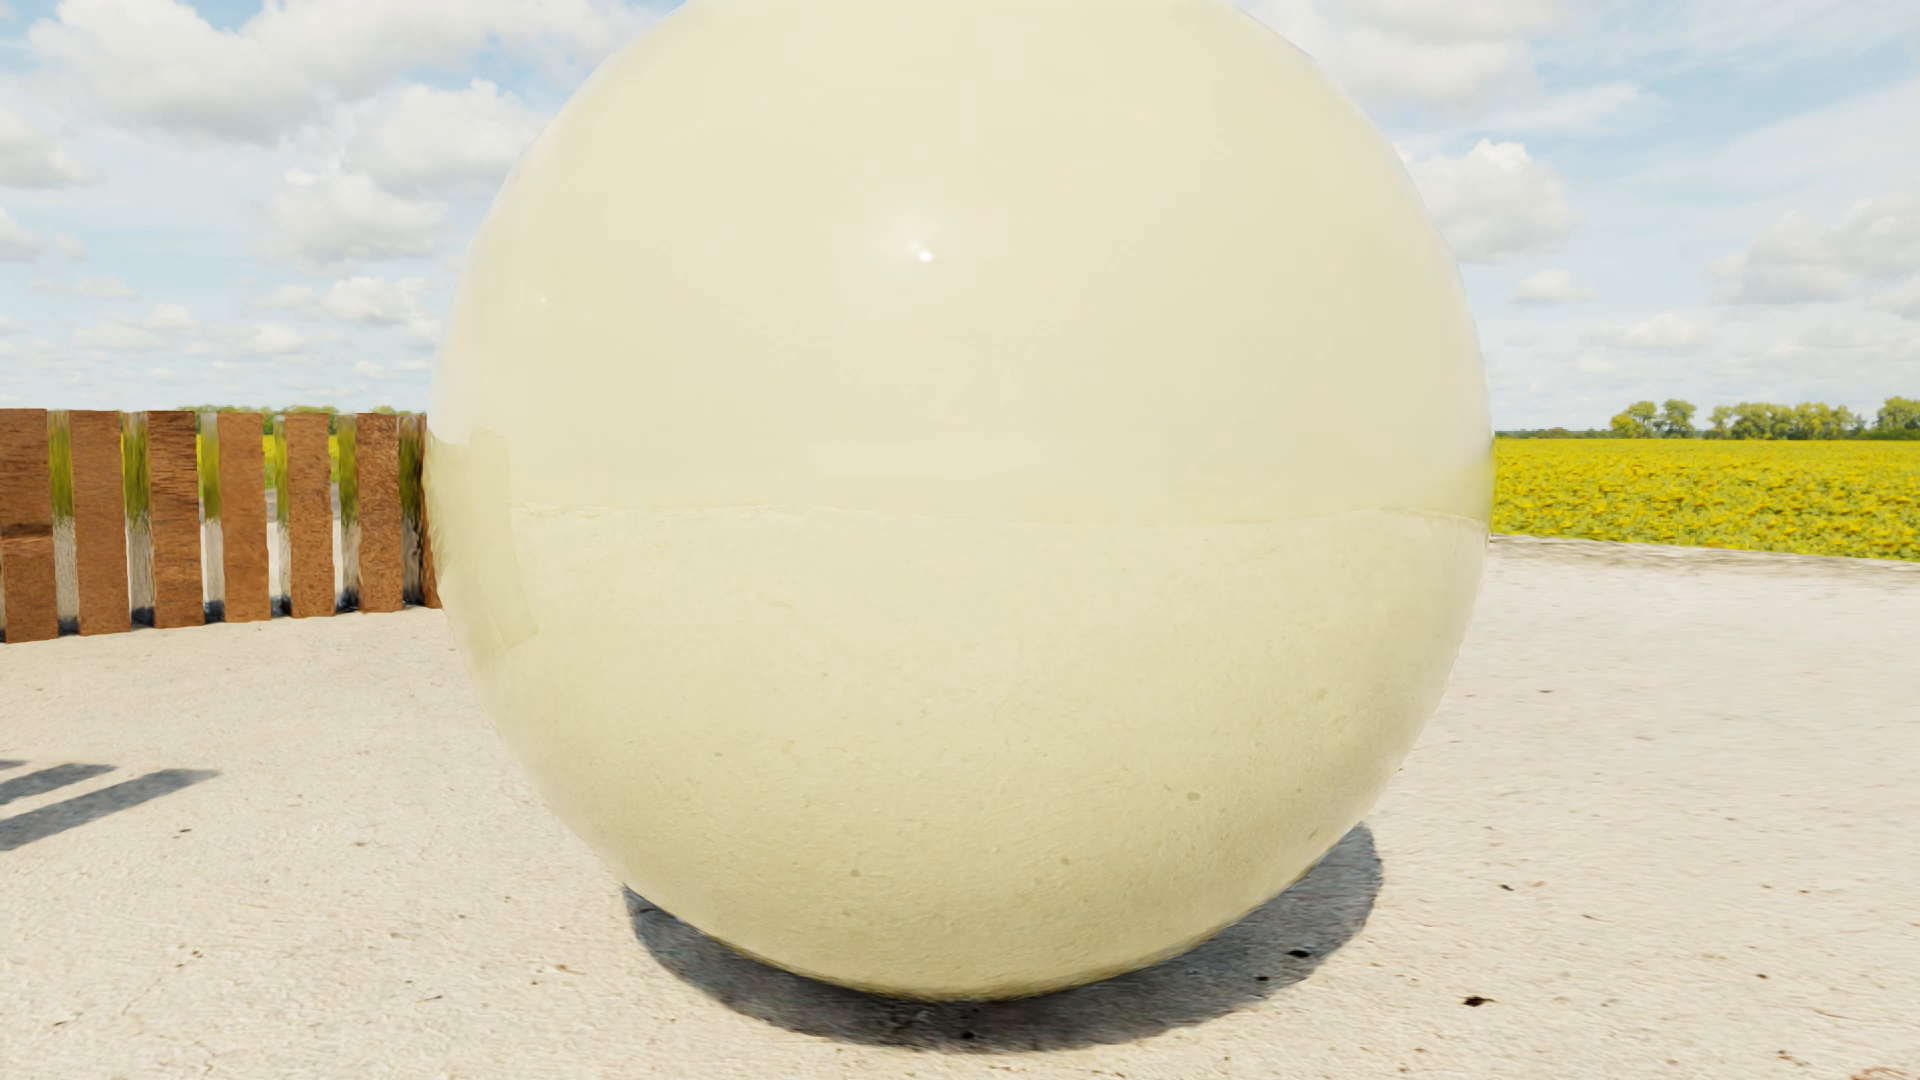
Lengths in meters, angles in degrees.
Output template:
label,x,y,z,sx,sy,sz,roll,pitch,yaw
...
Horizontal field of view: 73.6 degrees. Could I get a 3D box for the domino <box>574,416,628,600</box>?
label,x,y,z,sx,sy,sz,roll,pitch,yaw
domino,-0.100,-0.009,0.360,0.010,0.050,0.025,0,4,-4

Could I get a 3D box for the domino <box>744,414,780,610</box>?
label,x,y,z,sx,sy,sz,roll,pitch,yaw
domino,-0.044,-0.008,0.340,0.010,0.050,0.025,4,6,41

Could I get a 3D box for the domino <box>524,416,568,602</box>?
label,x,y,z,sx,sy,sz,roll,pitch,yaw
domino,-0.115,-0.009,0.357,0.010,0.050,0.025,-1,4,-14

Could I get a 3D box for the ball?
label,x,y,z,sx,sy,sz,roll,pitch,yaw
ball,0.000,-0.005,0.103,0.080,0.080,0.080,0,4,0

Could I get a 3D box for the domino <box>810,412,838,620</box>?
label,x,y,z,sx,sy,sz,roll,pitch,yaw
domino,-0.024,-0.006,0.318,0.025,0.050,0.010,-3,5,-35

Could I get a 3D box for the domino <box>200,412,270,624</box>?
label,x,y,z,sx,sy,sz,roll,pitch,yaw
domino,-0.178,-0.006,0.315,0.010,0.050,0.025,-3,5,-38

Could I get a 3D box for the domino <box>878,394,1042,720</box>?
label,x,y,z,sx,sy,sz,roll,pitch,yaw
domino,0.000,0.002,0.201,0.025,0.050,0.010,0,4,0

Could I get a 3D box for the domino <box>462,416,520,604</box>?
label,x,y,z,sx,sy,sz,roll,pitch,yaw
domino,-0.129,-0.009,0.351,0.010,0.050,0.025,-3,5,-33

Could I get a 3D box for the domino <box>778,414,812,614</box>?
label,x,y,z,sx,sy,sz,roll,pitch,yaw
domino,-0.033,-0.007,0.330,0.025,0.050,0.009,-4,6,-42

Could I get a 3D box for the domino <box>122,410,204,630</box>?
label,x,y,z,sx,sy,sz,roll,pitch,yaw
domino,-0.189,-0.005,0.305,0.010,0.050,0.025,-4,6,-44

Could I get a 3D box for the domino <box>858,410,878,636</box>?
label,x,y,z,sx,sy,sz,roll,pitch,yaw
domino,-0.009,-0.004,0.291,0.025,0.050,0.010,-2,5,-22

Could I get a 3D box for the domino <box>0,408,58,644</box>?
label,x,y,z,sx,sy,sz,roll,pitch,yaw
domino,-0.210,-0.004,0.282,0.025,0.050,0.010,3,5,36

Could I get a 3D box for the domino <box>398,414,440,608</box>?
label,x,y,z,sx,sy,sz,roll,pitch,yaw
domino,-0.141,-0.008,0.342,0.010,0.050,0.025,-4,6,-40

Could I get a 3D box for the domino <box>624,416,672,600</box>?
label,x,y,z,sx,sy,sz,roll,pitch,yaw
domino,-0.085,-0.009,0.360,0.010,0.050,0.025,0,4,6

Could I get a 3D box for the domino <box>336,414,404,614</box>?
label,x,y,z,sx,sy,sz,roll,pitch,yaw
domino,-0.153,-0.007,0.332,0.010,0.050,0.025,-3,5,-36

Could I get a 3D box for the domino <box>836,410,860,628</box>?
label,x,y,z,sx,sy,sz,roll,pitch,yaw
domino,-0.016,-0.005,0.305,0.025,0.050,0.010,-2,5,-28

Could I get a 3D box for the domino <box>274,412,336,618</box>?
label,x,y,z,sx,sy,sz,roll,pitch,yaw
domino,-0.166,-0.007,0.324,0.010,0.050,0.025,-3,5,-34

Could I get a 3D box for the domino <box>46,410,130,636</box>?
label,x,y,z,sx,sy,sz,roll,pitch,yaw
domino,-0.200,-0.004,0.294,0.025,0.050,0.009,4,6,44

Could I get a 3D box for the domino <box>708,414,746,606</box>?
label,x,y,z,sx,sy,sz,roll,pitch,yaw
domino,-0.056,-0.009,0.350,0.010,0.050,0.025,3,5,33

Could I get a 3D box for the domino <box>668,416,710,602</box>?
label,x,y,z,sx,sy,sz,roll,pitch,yaw
domino,-0.070,-0.009,0.357,0.010,0.050,0.025,2,5,19
